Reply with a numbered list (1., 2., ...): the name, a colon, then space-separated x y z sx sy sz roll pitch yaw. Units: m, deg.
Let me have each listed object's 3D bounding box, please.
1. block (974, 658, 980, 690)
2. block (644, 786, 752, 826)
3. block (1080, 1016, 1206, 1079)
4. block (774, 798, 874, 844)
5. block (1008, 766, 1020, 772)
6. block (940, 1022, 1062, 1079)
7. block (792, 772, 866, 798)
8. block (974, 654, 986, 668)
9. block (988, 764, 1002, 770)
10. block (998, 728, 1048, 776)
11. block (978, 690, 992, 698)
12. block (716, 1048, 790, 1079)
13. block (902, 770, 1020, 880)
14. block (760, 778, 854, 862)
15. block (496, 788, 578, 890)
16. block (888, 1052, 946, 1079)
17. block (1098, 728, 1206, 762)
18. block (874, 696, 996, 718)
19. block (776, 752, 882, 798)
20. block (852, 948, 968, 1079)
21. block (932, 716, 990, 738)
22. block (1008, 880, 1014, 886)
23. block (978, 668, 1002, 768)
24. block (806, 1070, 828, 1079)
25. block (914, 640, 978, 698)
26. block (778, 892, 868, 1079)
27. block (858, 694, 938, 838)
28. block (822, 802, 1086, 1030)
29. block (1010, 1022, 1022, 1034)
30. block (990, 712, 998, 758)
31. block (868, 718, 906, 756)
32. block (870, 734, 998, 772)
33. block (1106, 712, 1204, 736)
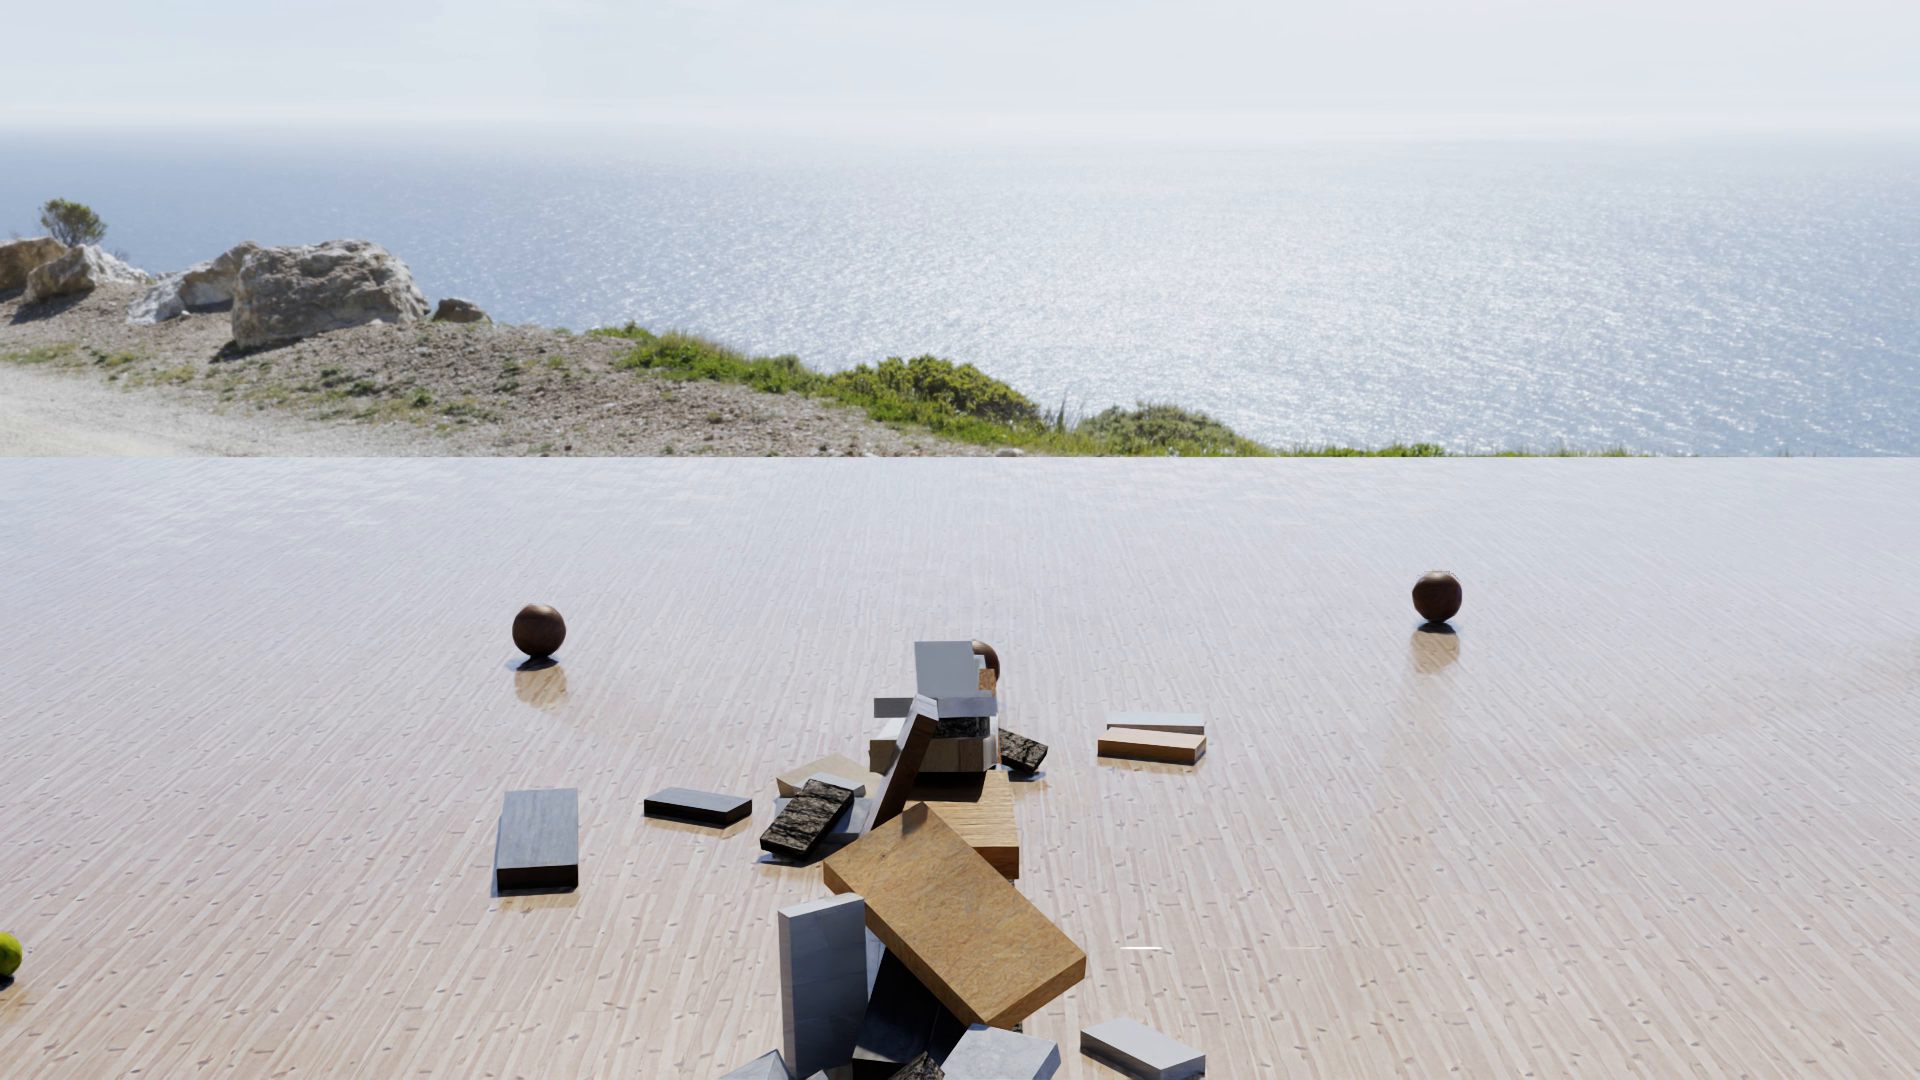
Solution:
1. block: -0.007 0.326 4.237 0.078 0.022 0.265 4 42 1
2. block: -0.489 0.496 4.105 0.181 0.026 0.090 5 12 26
3. block: 0.250 0.700 3.015 0.082 0.023 0.165 -8 13 -36
4. block: -0.211 0.503 3.943 0.243 0.026 0.090 -1 36 4
5. block: 0.087 0.421 4.411 0.133 0.019 0.067 27 23 27
6. block: 0.014 0.704 2.725 0.123 0.035 0.247 6 33 30
7. block: -0.242 0.462 4.070 0.067 0.019 0.133 -25 21 -37
8. block: -0.009 0.339 4.394 0.139 0.039 0.278 -1 40 -6
9. block: -0.006 0.423 3.594 0.164 0.046 0.328 0 6 -3
10. block: 0.088 0.412 4.373 0.156 0.022 0.078 20 34 16
11. block: -0.003 0.400 4.200 0.139 0.039 0.278 1 42 -3
12. block: -0.285 0.699 2.686 0.135 0.038 0.270 -27 0 0
13. block: -0.008 0.422 3.287 0.175 0.049 0.349 0 12 -2
14. block: -0.270 0.496 3.906 0.090 0.026 0.181 12 35 23
15. block: -0.747 0.526 3.908 0.134 0.038 0.446 -2 11 -10
16. block: -0.111 0.719 2.625 0.135 0.038 0.270 -40 0 19
17. block: 0.394 0.419 4.509 0.203 0.029 0.102 4 11 19
18. block: -0.038 0.274 3.600 0.114 0.032 0.228 -3 -5 25
19. block: -0.223 0.471 4.125 0.134 0.038 0.268 -21 19 -27
20. block: -0.023 0.615 2.991 0.179 0.051 0.357 4 28 8
21. block: -0.018 0.312 3.684 0.114 0.032 0.228 -1 -4 6
22. block: -0.006 0.558 3.330 0.179 0.051 0.357 0 26 -1
23. block: 0.004 0.364 4.301 0.139 0.039 0.278 1 42 -4
24. block: -0.246 0.727 2.668 0.115 0.033 0.230 -36 -4 22
25. block: -0.023 0.315 4.206 0.114 0.032 0.316 -1 42 -5
26. block: -0.183 0.601 2.970 0.115 0.230 0.033 -9 14 -32
27. block: -0.130 0.449 3.258 0.033 0.446 0.115 21 9 -6
28. block: -0.011 0.513 2.983 0.175 0.049 0.349 -28 49 -29
29. block: -0.006 0.619 3.092 0.179 0.051 0.357 0 28 -1
30. block: 0.001 0.401 3.936 0.130 0.037 0.260 1 32 2
31. block: -0.094 0.399 4.506 0.134 0.038 0.268 -13 8 11
32. block: -0.037 0.345 3.574 0.175 0.049 0.426 -1 -4 4
33. block: 0.414 0.392 4.656 0.203 0.029 0.102 1 11 5
